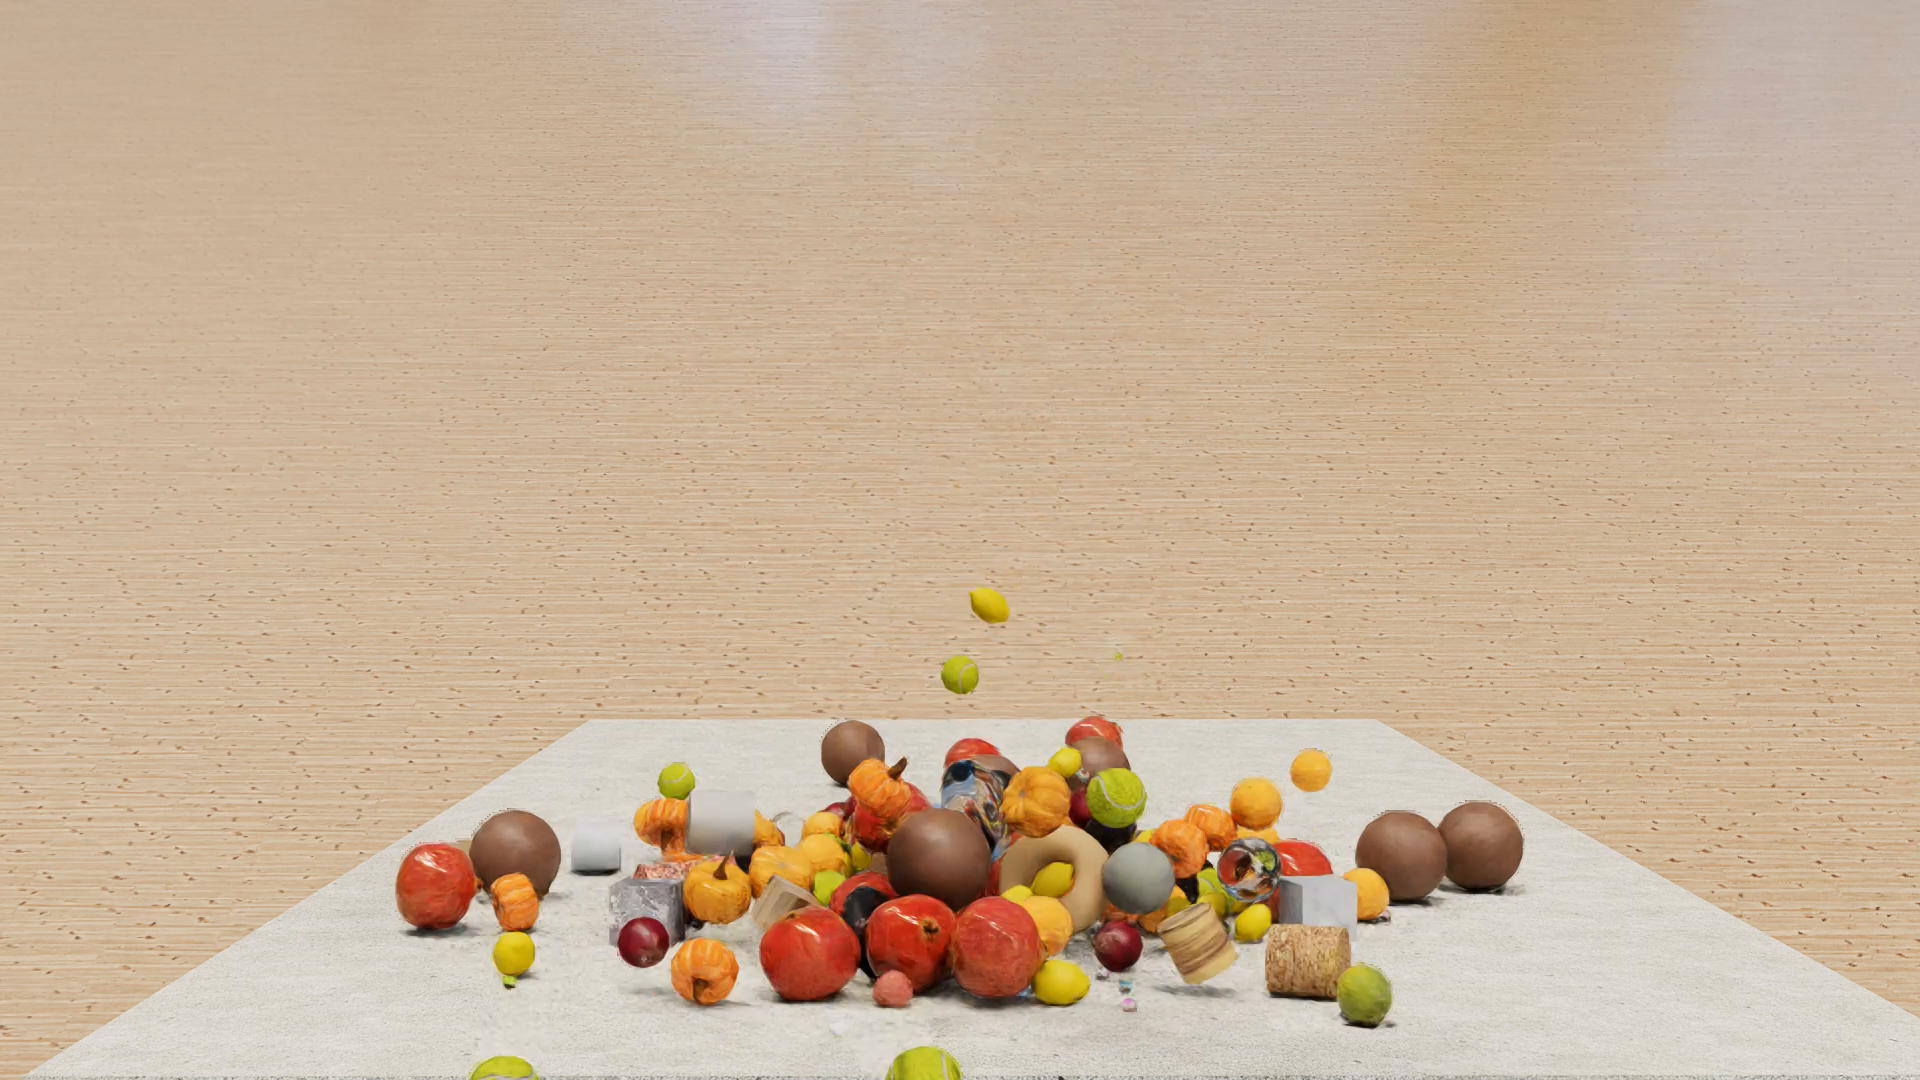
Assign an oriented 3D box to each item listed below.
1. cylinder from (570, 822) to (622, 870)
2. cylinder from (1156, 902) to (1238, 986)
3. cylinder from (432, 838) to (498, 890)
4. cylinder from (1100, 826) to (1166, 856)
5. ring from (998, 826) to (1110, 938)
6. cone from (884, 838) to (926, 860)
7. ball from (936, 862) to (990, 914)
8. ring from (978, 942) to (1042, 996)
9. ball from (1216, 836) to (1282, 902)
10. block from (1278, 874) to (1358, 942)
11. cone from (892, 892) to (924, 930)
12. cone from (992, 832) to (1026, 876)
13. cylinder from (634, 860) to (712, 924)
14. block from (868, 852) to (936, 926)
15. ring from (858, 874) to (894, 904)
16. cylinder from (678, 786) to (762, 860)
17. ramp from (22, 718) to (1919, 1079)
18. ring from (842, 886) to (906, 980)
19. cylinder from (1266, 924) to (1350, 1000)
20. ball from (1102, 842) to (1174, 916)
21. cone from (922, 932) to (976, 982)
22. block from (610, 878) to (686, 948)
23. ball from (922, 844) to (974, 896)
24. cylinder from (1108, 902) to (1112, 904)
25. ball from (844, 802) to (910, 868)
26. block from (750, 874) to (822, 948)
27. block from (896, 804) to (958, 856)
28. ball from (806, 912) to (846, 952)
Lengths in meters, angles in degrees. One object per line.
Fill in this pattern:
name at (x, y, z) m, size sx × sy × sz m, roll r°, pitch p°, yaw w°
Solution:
cylinder at (-0.554, 0.467, 3.936) m, size 0.073 × 0.073 × 0.073 m, roll 2°, pitch 26°, yaw -5°
cylinder at (0.275, 0.467, 2.991) m, size 0.070 × 0.070 × 0.070 m, roll -28°, pitch 2°, yaw 1°
cylinder at (-0.727, 0.477, 3.796) m, size 0.070 × 0.070 × 0.070 m, roll -1°, pitch 22°, yaw -39°
cylinder at (0.260, 0.472, 3.895) m, size 0.073 × 0.073 × 0.073 m, roll 1°, pitch 21°, yaw 43°
ring at (0.122, 0.434, 3.284) m, size 0.149 × 0.050 × 0.149 m, roll -4°, pitch 65°, yaw 8°
cone at (-0.099, 0.493, 3.730) m, size 0.090 × 0.090 × 0.090 m, roll 18°, pitch 38°, yaw 31°
ball at (0.003, 0.476, 3.550) m, size 0.077 × 0.077 × 0.077 m, roll 0°, pitch 27°, yaw 0°
ring at (0.058, 0.500, 3.004) m, size 0.083 × 0.028 × 0.083 m, roll 22°, pitch 21°, yaw -9°
ball at (0.377, 0.429, 3.361) m, size 0.086 × 0.086 × 0.086 m, roll 0°, pitch 27°, yaw 0°
block at (0.466, 0.482, 3.364) m, size 0.077 × 0.077 × 0.077 m, roll 0°, pitch 1°, yaw -16°
cone at (-0.084, 0.494, 3.370) m, size 0.051 × 0.051 × 0.051 m, roll -33°, pitch 10°, yaw 31°
cone at (0.075, 0.491, 3.783) m, size 0.092 × 0.092 × 0.092 m, roll 8°, pitch 30°, yaw 15°
cylinder at (-0.386, 0.475, 3.462) m, size 0.085 × 0.085 × 0.085 m, roll -1°, pitch 25°, yaw -23°
block at (-0.081, 0.469, 3.468) m, size 0.069 × 0.069 × 0.069 m, roll -1°, pitch 54°, yaw 31°
ring at (-0.114, 0.475, 3.382) m, size 0.027 × 0.080 × 0.080 m, roll 15°, pitch 30°, yaw 31°
cylinder at (-0.327, 0.386, 3.522) m, size 0.087 × 0.087 × 0.087 m, roll 13°, pitch 21°, yaw -24°
ramp at (0.061, 0.546, 4.582) m, size 2.000 × 0.100 × 4.000 m, roll 0°, pitch 1°, yaw 0°
ring at (-0.103, 0.470, 3.087) m, size 0.039 × 0.116 × 0.116 m, roll -22°, pitch 21°, yaw 18°
cylinder at (0.402, 0.487, 2.983) m, size 0.082 × 0.082 × 0.082 m, roll 0°, pitch 25°, yaw 20°
ball at (0.223, 0.424, 3.234) m, size 0.091 × 0.091 × 0.091 m, roll 0°, pitch 27°, yaw 0°
cone at (-0.002, 0.511, 3.097) m, size 0.061 × 0.061 × 0.061 m, roll 29°, pitch 13°, yaw -29°
block at (-0.404, 0.482, 3.339) m, size 0.078 × 0.078 × 0.078 m, roll 0°, pitch 1°, yaw 11°
ball at (-0.015, 0.421, 3.294) m, size 0.066 × 0.066 × 0.066 m, roll 0°, pitch 27°, yaw 0°
cylinder at (0.203, 0.478, 3.656) m, size 0.057 × 0.057 × 0.057 m, roll -19°, pitch 32°, yaw -33°
ball at (-0.124, 0.441, 3.854) m, size 0.097 × 0.097 × 0.097 m, roll 0°, pitch 27°, yaw 0°
block at (-0.214, 0.456, 3.176) m, size 0.057 × 0.057 × 0.057 m, roll 30°, pitch 2°, yaw -21°
block at (-0.045, 0.464, 4.075) m, size 0.084 × 0.084 × 0.084 m, roll 1°, pitch 1°, yaw 38°
ball at (-0.170, 0.497, 3.268) m, size 0.051 × 0.051 × 0.051 m, roll 0°, pitch 27°, yaw 0°
